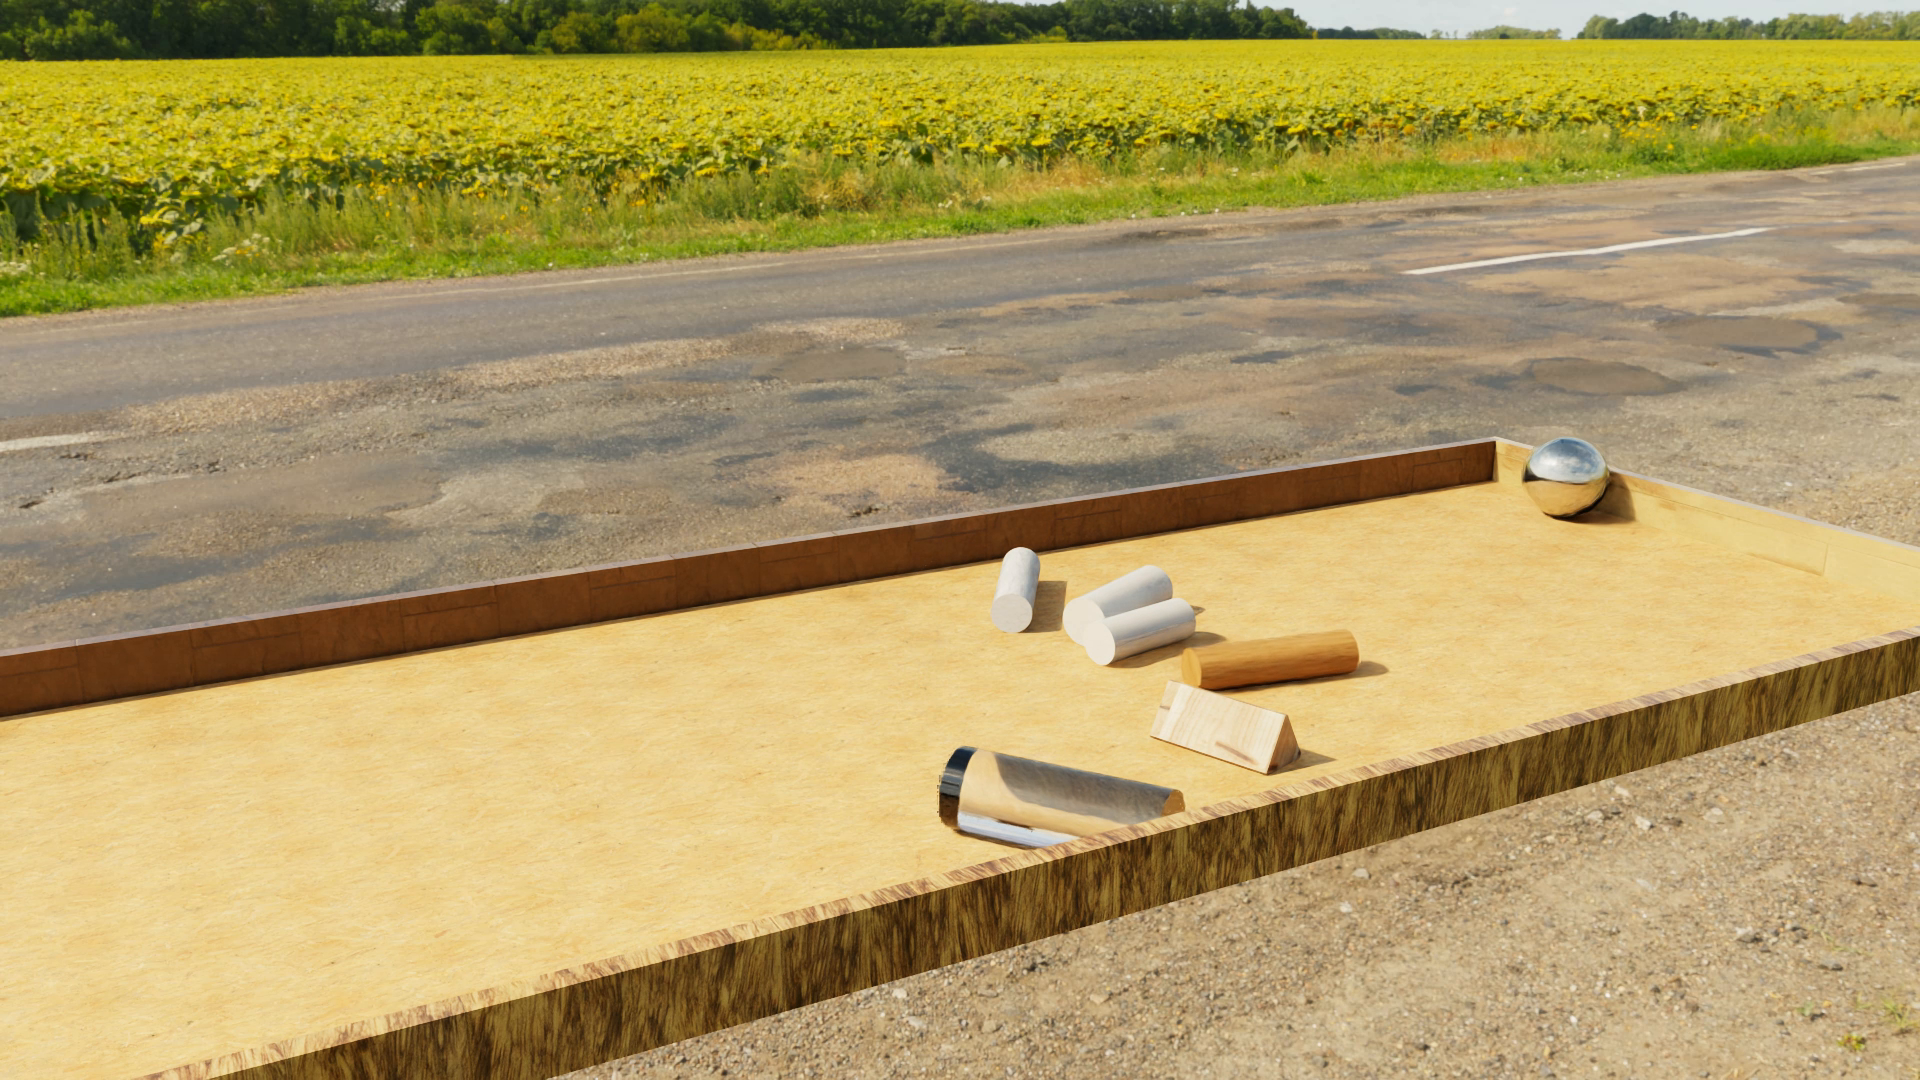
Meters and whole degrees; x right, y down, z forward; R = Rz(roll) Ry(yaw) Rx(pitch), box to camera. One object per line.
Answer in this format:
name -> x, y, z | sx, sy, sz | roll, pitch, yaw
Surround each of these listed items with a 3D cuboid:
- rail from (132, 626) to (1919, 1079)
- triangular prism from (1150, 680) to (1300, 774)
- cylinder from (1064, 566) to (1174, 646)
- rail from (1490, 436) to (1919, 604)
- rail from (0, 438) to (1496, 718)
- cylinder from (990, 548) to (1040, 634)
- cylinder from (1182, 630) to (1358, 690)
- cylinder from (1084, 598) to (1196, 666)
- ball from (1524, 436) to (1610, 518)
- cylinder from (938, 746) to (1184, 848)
rail -> -2.336, 1.006, 1.665 | 12.000, 0.150, 0.050 | -9, 18, -27
triangular prism -> 0.601, 0.410, 3.732 | 0.314, 0.121, 0.140 | 15, 22, 41
cylinder -> 0.436, 0.177, 4.514 | 0.135, 0.135, 0.362 | 12, 20, 34
rail -> 2.466, -0.048, 5.253 | 0.050, 0.150, 2.100 | -9, 18, -27
rail -> -3.305, 0.497, 3.399 | 12.000, 0.150, 0.050 | -9, 18, -27
cylinder -> 0.161, 0.138, 4.685 | 0.114, 0.114, 0.438 | 2, 16, 5
cylinder -> 0.778, 0.301, 4.134 | 0.438, 0.111, 0.111 | -5, 17, -18
cylinder -> 0.475, 0.239, 4.338 | 0.303, 0.115, 0.115 | -13, 21, -38
ball -> 2.055, -0.212, 5.592 | 0.274, 0.274, 0.274 | 0, 16, 0
cylinder -> 0.199, 0.530, 3.251 | 0.455, 0.169, 0.169 | 8, 18, 26
